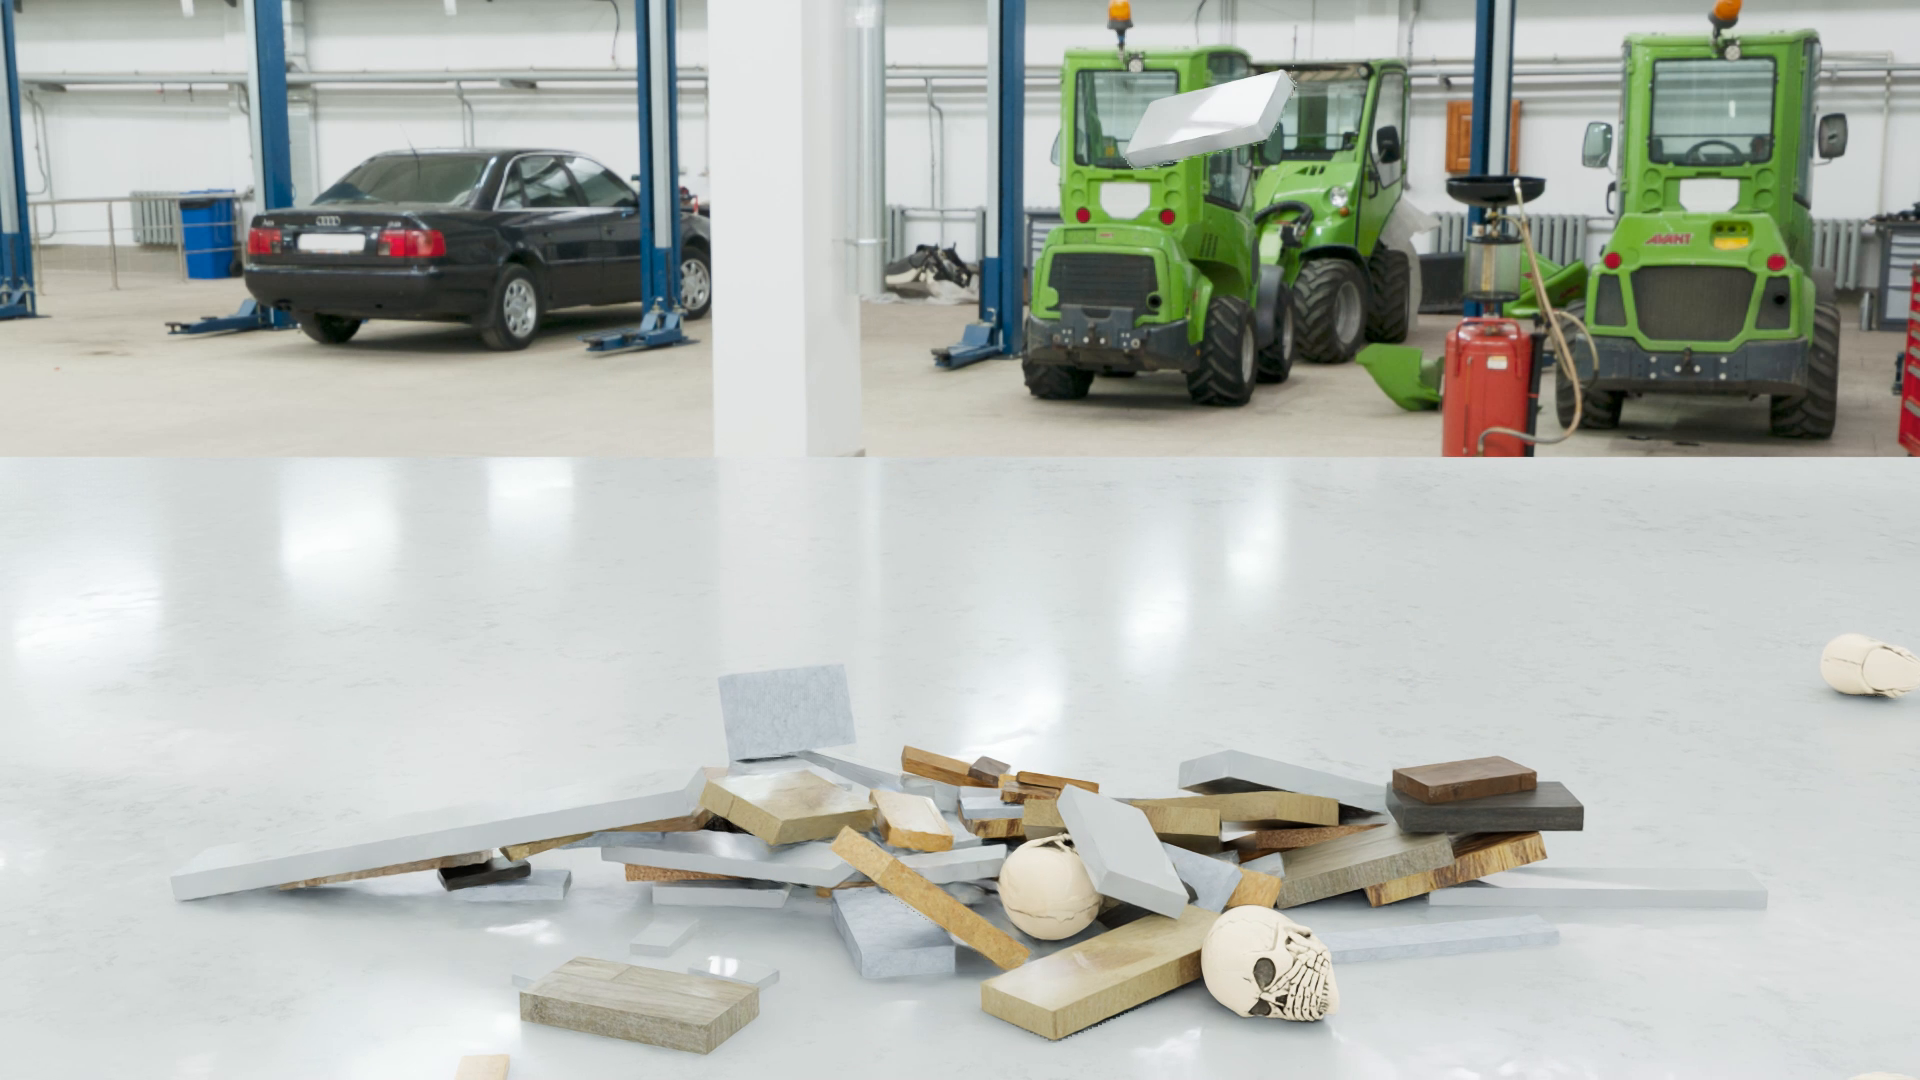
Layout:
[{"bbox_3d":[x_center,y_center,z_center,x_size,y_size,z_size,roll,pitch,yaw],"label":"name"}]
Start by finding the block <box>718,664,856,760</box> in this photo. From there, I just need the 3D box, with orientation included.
[{"bbox_3d":[-0.320,0.319,4.107,0.044,0.154,0.308,-13,-7,36],"label":"block"}]

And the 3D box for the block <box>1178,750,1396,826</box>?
[{"bbox_3d":[0.590,0.440,3.845,0.385,0.047,0.165,15,-19,-22],"label":"block"}]

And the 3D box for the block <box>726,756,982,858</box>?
[{"bbox_3d":[-0.193,0.480,3.893,0.465,0.047,0.167,18,11,38],"label":"block"}]

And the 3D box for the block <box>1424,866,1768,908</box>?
[{"bbox_3d":[1.048,0.577,3.658,0.550,0.030,0.107,0,11,2],"label":"block"}]

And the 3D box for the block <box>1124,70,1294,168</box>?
[{"bbox_3d":[0.474,-0.804,4.210,0.324,0.143,0.041,-4,-39,45],"label":"block"}]

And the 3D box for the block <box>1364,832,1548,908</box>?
[{"bbox_3d":[0.811,0.527,3.659,0.294,0.042,0.147,-16,10,4],"label":"block"}]

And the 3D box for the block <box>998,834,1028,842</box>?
[{"bbox_3d":[0.165,0.517,3.976,0.219,0.031,0.109,3,11,17],"label":"block"}]

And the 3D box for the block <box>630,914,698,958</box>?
[{"bbox_3d":[-0.464,0.621,3.451,0.064,0.018,0.128,3,11,15],"label":"block"}]

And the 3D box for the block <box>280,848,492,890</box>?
[{"bbox_3d":[-0.961,0.549,3.688,0.341,0.020,0.070,-7,1,-1],"label":"block"}]

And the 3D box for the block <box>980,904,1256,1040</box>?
[{"bbox_3d":[0.240,0.632,3.254,0.424,0.043,0.153,-13,15,-40],"label":"block"}]

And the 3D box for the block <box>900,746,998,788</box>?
[{"bbox_3d":[-0.020,0.444,4.232,0.185,0.026,0.093,17,9,-7],"label":"block"}]

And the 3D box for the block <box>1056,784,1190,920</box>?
[{"bbox_3d":[0.254,0.489,3.476,0.143,0.041,0.286,21,15,-18],"label":"block"}]

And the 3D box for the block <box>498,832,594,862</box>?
[{"bbox_3d":[-0.681,0.490,3.612,0.140,0.020,0.070,-15,13,-25],"label":"block"}]

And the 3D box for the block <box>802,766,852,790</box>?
[{"bbox_3d":[-0.240,0.429,3.959,0.047,0.013,0.094,5,11,-40],"label":"block"}]

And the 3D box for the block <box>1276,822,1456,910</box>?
[{"bbox_3d":[0.661,0.531,3.645,0.294,0.042,0.147,-16,9,7],"label":"block"}]

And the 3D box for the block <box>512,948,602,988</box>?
[{"bbox_3d":[-0.605,0.648,3.308,0.064,0.018,0.128,7,13,34],"label":"block"}]

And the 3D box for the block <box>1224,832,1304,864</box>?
[{"bbox_3d":[0.601,0.528,3.946,0.402,0.020,0.072,-9,14,-41],"label":"block"}]

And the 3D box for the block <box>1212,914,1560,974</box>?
[{"bbox_3d":[0.651,0.627,3.413,0.571,0.021,0.074,-2,11,-13],"label":"block"}]

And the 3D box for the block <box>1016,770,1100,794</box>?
[{"bbox_3d":[0.175,0.438,3.965,0.143,0.020,0.072,10,-9,-3],"label":"block"}]

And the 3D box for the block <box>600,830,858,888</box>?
[{"bbox_3d":[-0.376,0.514,3.603,0.454,0.030,0.104,2,14,29],"label":"block"}]

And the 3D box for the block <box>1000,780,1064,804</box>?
[{"bbox_3d":[0.143,0.455,3.905,0.134,0.019,0.067,8,10,7],"label":"block"}]

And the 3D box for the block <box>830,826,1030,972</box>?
[{"bbox_3d":[-0.044,0.541,3.302,0.305,0.043,0.153,39,-9,-31],"label":"block"}]

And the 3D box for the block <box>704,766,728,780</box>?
[{"bbox_3d":[-0.499,0.481,4.207,0.063,0.018,0.270,1,11,7],"label":"block"}]

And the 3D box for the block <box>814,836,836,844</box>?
[{"bbox_3d":[-0.314,0.509,3.975,0.167,0.047,0.335,-2,11,-9],"label":"block"}]

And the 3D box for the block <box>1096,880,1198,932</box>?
[{"bbox_3d":[0.296,0.585,3.489,0.149,0.021,0.074,-27,18,-15],"label":"block"}]

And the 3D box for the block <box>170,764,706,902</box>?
[{"bbox_3d":[-0.862,0.485,3.652,0.879,0.044,0.154,-10,9,6],"label":"block"}]

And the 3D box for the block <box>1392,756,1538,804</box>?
[{"bbox_3d":[0.846,0.401,3.687,0.214,0.030,0.107,-4,11,-22],"label":"block"}]

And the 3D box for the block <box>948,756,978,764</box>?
[{"bbox_3d":[-0.004,0.454,4.354,0.063,0.018,0.126,1,11,7],"label":"block"}]

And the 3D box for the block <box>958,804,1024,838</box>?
[{"bbox_3d":[0.133,0.493,3.935,0.252,0.031,0.109,-3,11,-15],"label":"block"}]

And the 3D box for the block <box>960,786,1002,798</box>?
[{"bbox_3d":[0.101,0.482,4.095,0.185,0.026,0.093,3,-10,15],"label":"block"}]

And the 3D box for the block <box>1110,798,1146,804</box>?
[{"bbox_3d":[0.306,0.494,3.917,0.134,0.067,0.019,9,24,-42],"label":"block"}]

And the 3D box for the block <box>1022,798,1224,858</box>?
[{"bbox_3d":[0.281,0.503,3.757,0.329,0.047,0.165,2,-28,10],"label":"block"}]
